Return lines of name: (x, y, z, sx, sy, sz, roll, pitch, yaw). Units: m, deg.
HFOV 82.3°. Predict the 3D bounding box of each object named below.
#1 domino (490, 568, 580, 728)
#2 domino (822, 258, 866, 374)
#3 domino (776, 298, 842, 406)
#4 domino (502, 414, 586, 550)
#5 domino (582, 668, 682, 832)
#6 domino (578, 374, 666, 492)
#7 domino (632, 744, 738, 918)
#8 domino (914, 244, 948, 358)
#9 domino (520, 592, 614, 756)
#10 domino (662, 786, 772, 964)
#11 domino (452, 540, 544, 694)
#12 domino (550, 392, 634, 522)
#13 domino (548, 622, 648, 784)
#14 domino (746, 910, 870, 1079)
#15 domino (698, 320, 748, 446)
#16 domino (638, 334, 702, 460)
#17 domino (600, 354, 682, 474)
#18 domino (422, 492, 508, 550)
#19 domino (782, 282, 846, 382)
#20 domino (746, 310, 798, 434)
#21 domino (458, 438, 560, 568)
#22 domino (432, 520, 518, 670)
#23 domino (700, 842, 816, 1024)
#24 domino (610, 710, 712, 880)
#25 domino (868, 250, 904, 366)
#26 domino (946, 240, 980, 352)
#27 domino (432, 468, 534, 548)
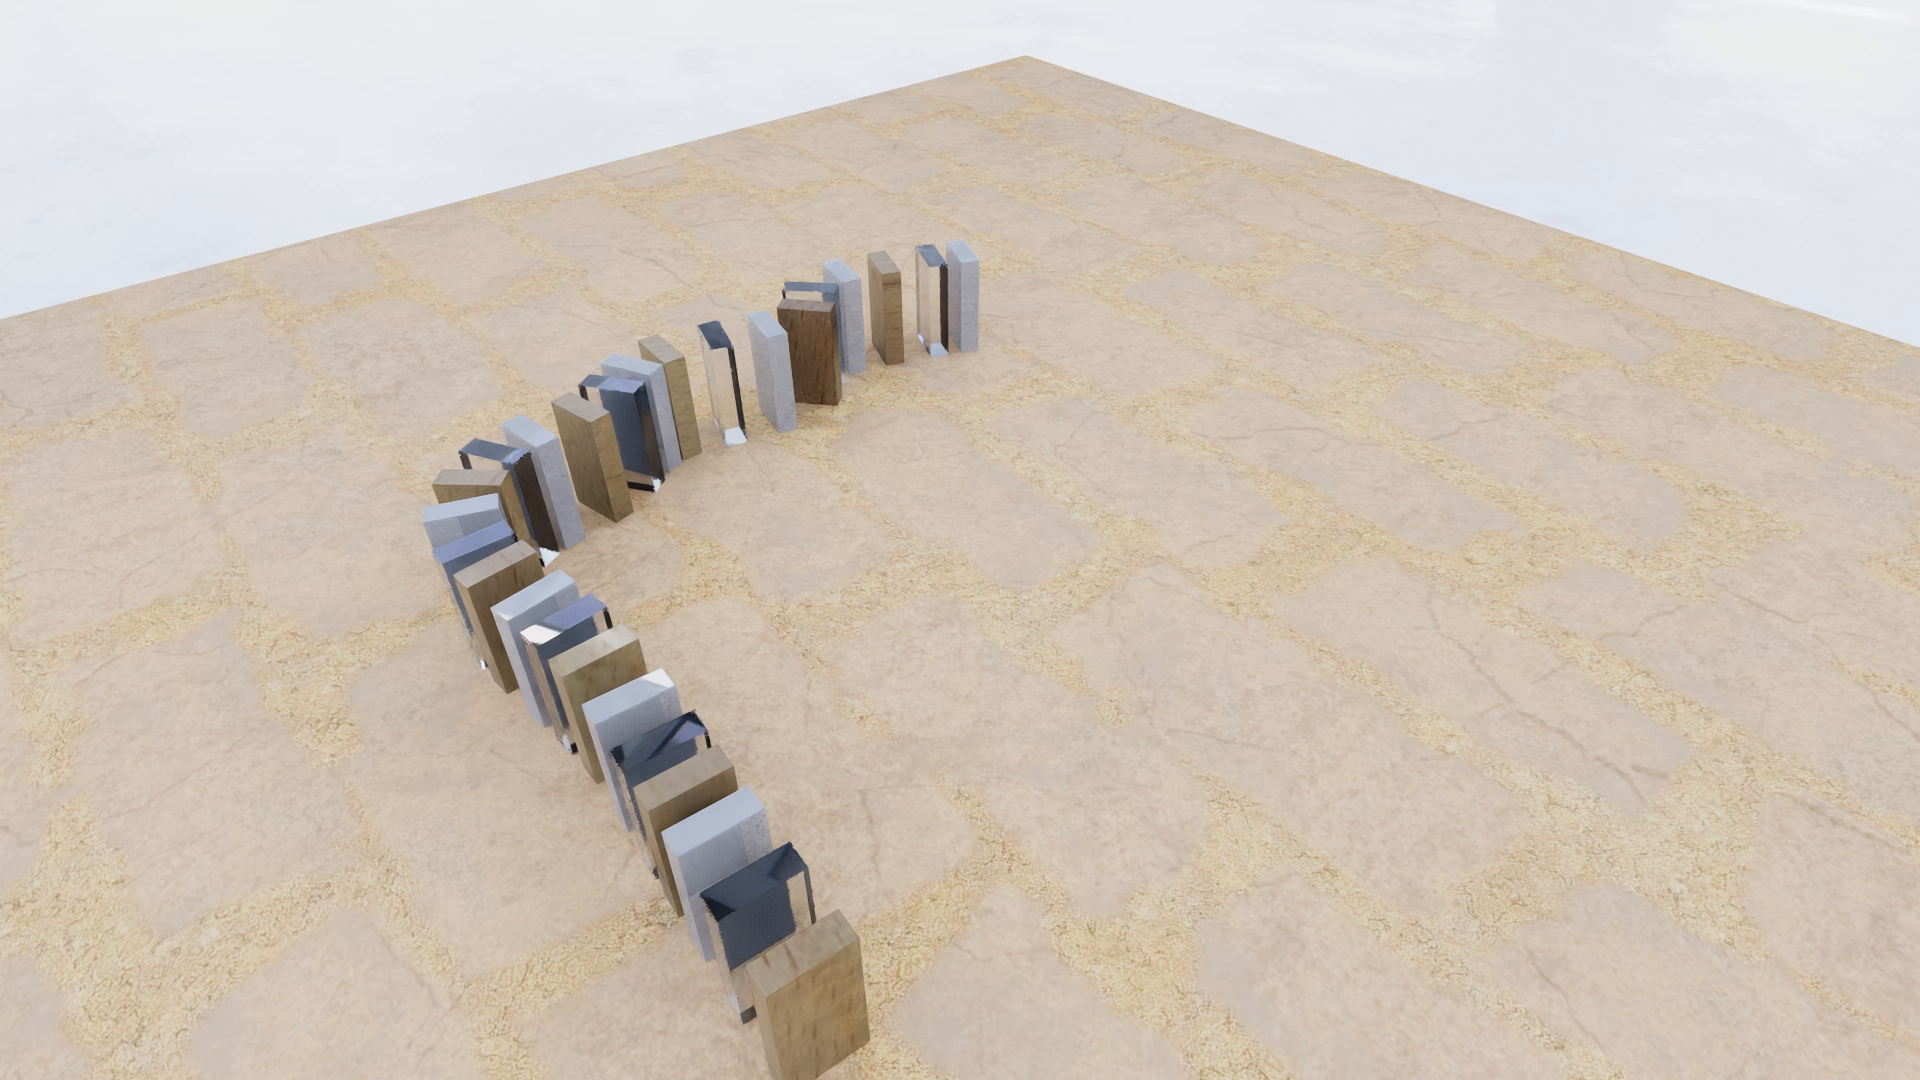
domino: (-0.136, 0.037, 0.367, 0.010, 0.050, 0.025, 29, 47, 31)
domino: (-0.057, -0.111, 0.547, 0.010, 0.050, 0.025, -20, 43, -22)
domino: (-0.071, -0.088, 0.519, 0.025, 0.050, 0.009, 6, 40, 7)
domino: (-0.166, -0.023, 0.439, 0.025, 0.050, 0.010, 29, 47, 31)
domino: (-0.096, 0.064, 0.333, 0.025, 0.050, 0.009, -25, 46, -28)
domino: (-0.143, -0.045, 0.466, 0.025, 0.050, 0.009, 9, 40, 11)
domino: (-0.074, 0.083, 0.310, 0.025, 0.050, 0.009, -25, 46, -28)
domino: (-0.014, -0.121, 0.560, 0.010, 0.050, 0.025, -12, 41, -14)
domino: (-0.123, 0.044, 0.358, 0.009, 0.050, 0.025, 31, 48, 32)
domino: (-0.064, 0.092, 0.300, 0.025, 0.050, 0.010, -25, 46, -27)
domino: (-0.153, 0.027, 0.379, 0.009, 0.050, 0.025, 31, 48, 32)
domino: (-0.151, -0.034, 0.452, 0.025, 0.050, 0.010, 26, 46, 28)
domino: (-0.111, 0.052, 0.348, 0.025, 0.050, 0.009, -29, 47, -31)
domino: (-0.036, 0.115, 0.271, 0.025, 0.050, 0.010, -25, 46, -27)
domino: (-0.107, -0.071, 0.498, 0.010, 0.050, 0.025, -16, 42, -19)
domino: (-0.129, -0.063, 0.489, 0.010, 0.050, 0.025, -27, 46, -29)
domino: (-0.138, -0.055, 0.478, 0.025, 0.050, 0.009, 15, 42, 17)
domino: (-0.175, 0.008, 0.402, 0.025, 0.050, 0.009, -13, 41, -15)
domino: (-0.070, -0.100, 0.533, 0.025, 0.050, 0.010, 3, 39, 4)
domino: (-0.086, -0.077, 0.505, 0.010, 0.050, 0.025, -19, 43, -22)
domino: (-0.175, -0.014, 0.429, 0.025, 0.050, 0.009, 13, 41, 15)
domino: (-0.164, 0.020, 0.387, 0.025, 0.050, 0.010, -28, 47, -30)
domino: (-0.050, 0.103, 0.286, 0.025, 0.050, 0.009, -25, 45, -27)
domino: (-0.083, 0.075, 0.320, 0.025, 0.050, 0.010, -25, 45, -27)
domino: (-0.037, -0.116, 0.554, 0.010, 0.050, 0.025, -13, 41, -16)
domino: (0.001, -0.125, 0.564, 0.009, 0.050, 0.025, -12, 41, -14)
domino: (-0.178, -0.004, 0.416, 0.025, 0.050, 0.009, 1, 39, 1)
